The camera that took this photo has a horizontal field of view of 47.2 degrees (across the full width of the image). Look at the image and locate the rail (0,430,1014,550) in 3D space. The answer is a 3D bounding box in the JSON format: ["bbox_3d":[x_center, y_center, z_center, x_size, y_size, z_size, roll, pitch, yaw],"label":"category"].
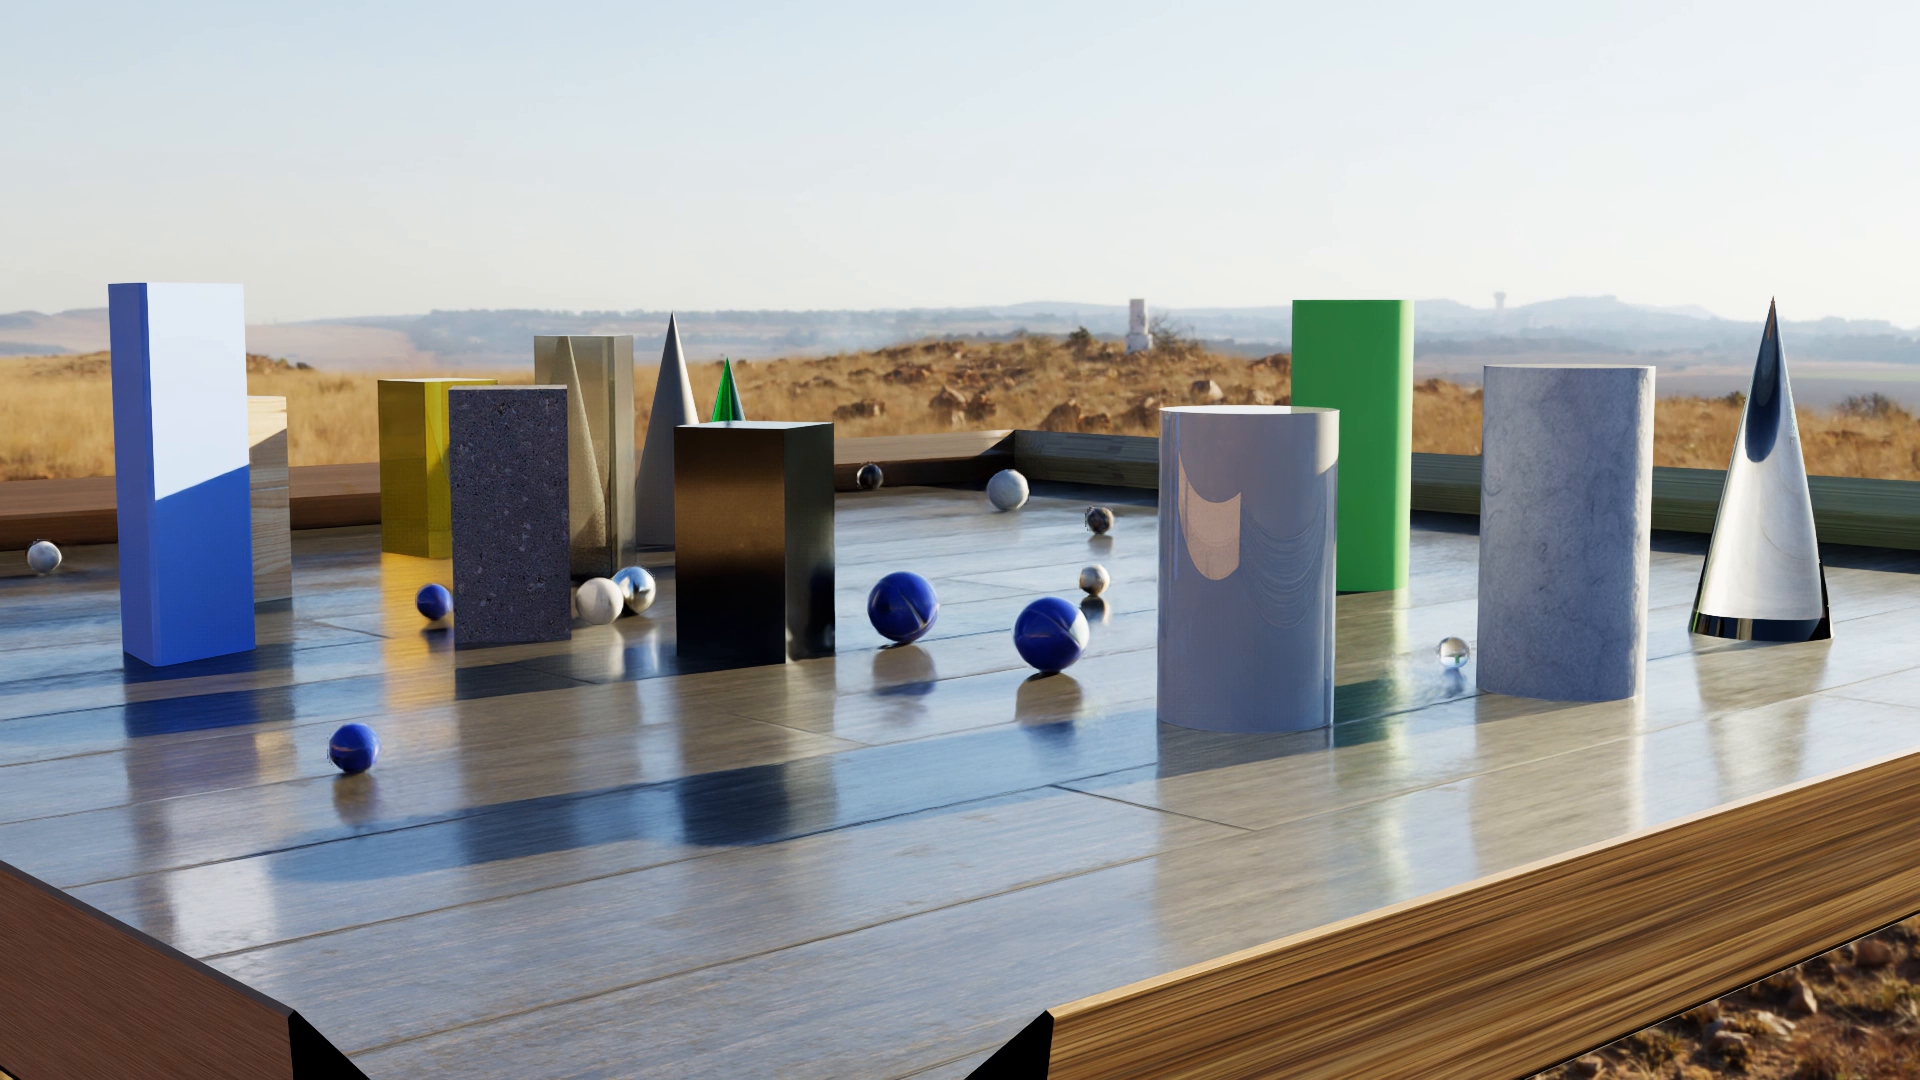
[{"bbox_3d":[-1.169,-0.100,4.592,3.621,0.125,0.045,-6,8,-42],"label":"rail"}]

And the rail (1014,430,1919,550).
[{"bbox_3d":[1.313,-0.094,4.537,0.045,0.125,3.495,-6,8,-42],"label":"rail"}]

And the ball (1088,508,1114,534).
[{"bbox_3d":[0.279,-0.039,4.376,0.052,0.052,0.052,0,6,0],"label":"ball"}]

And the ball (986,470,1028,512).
[{"bbox_3d":[0.105,-0.108,4.837,0.092,0.092,0.092,0,6,0],"label":"ball"}]

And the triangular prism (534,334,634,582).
[{"bbox_3d":[-0.592,-0.139,3.655,0.167,0.401,0.145,4,7,32],"label":"triangular prism"}]

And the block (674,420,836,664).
[{"bbox_3d":[-0.265,-0.002,2.856,0.154,0.296,0.154,2,6,20],"label":"block"}]

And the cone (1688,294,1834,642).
[{"bbox_3d":[1.110,-0.105,3.024,0.193,0.466,0.193,0,6,0],"label":"cone"}]

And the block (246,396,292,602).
[{"bbox_3d":[-1.140,-0.063,3.363,0.154,0.310,0.154,3,7,29],"label":"block"}]

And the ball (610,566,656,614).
[{"bbox_3d":[-0.480,0.074,3.215,0.070,0.070,0.070,0,6,0],"label":"ball"}]

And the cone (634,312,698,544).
[{"bbox_3d":[-0.552,-0.223,4.242,0.193,0.445,0.193,0,6,0],"label":"cone"}]

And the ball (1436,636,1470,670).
[{"bbox_3d":[0.612,0.140,2.728,0.041,0.041,0.041,0,6,0],"label":"ball"}]

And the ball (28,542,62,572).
[{"bbox_3d":[-1.551,0.029,3.724,0.053,0.053,0.053,0,6,0],"label":"ball"}]

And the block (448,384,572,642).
[{"bbox_3d":[-0.614,-0.040,3.013,0.154,0.338,0.154,-1,6,-10],"label":"block"}]

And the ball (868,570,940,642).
[{"bbox_3d":[-0.076,0.089,2.942,0.097,0.097,0.097,0,6,0],"label":"ball"}]

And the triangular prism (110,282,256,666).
[{"bbox_3d":[-0.988,-0.090,2.831,0.145,0.477,0.167,-4,7,-33],"label":"triangular prism"}]

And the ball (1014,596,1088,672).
[{"bbox_3d":[0.112,0.116,2.706,0.093,0.093,0.093,0,6,0],"label":"ball"}]

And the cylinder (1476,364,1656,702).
[{"bbox_3d":[0.709,-0.015,2.579,0.193,0.379,0.193,0,6,0],"label":"cylinder"}]

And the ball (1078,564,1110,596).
[{"bbox_3d":[0.209,0.062,3.430,0.048,0.048,0.048,0,6,0],"label":"ball"}]

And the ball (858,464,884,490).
[{"bbox_3d":[-0.220,-0.154,5.408,0.065,0.065,0.065,0,6,0],"label":"ball"}]

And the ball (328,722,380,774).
[{"bbox_3d":[-0.582,0.200,2.116,0.048,0.048,0.048,0,6,0],"label":"ball"}]

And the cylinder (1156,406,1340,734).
[{"bbox_3d":[0.312,0.026,2.394,0.193,0.336,0.193,0,6,0],"label":"cylinder"}]

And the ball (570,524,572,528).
[{"bbox_3d":[-0.774,-0.025,4.206,0.059,0.059,0.059,0,6,0],"label":"ball"}]

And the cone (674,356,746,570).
[{"bbox_3d":[-0.398,-0.135,3.781,0.193,0.367,0.193,0,6,0],"label":"cone"}]

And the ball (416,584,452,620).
[{"bbox_3d":[-0.755,0.090,3.161,0.050,0.050,0.050,0,6,0],"label":"ball"}]

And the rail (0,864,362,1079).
[{"bbox_3d":[-1.313,0.159,2.127,0.045,0.125,3.495,-6,8,-42],"label":"rail"}]

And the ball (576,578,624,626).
[{"bbox_3d":[-0.509,0.087,3.105,0.067,0.067,0.067,0,6,0],"label":"ball"}]

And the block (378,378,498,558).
[{"bbox_3d":[-0.953,-0.135,4.029,0.154,0.316,0.154,6,8,43],"label":"block"}]

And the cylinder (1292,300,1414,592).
[{"bbox_3d":[0.631,-0.157,3.552,0.193,0.459,0.193,0,6,0],"label":"cylinder"}]

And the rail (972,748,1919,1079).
[{"bbox_3d":[1.169,0.165,2.072,3.621,0.125,0.045,-6,8,-42],"label":"rail"}]
